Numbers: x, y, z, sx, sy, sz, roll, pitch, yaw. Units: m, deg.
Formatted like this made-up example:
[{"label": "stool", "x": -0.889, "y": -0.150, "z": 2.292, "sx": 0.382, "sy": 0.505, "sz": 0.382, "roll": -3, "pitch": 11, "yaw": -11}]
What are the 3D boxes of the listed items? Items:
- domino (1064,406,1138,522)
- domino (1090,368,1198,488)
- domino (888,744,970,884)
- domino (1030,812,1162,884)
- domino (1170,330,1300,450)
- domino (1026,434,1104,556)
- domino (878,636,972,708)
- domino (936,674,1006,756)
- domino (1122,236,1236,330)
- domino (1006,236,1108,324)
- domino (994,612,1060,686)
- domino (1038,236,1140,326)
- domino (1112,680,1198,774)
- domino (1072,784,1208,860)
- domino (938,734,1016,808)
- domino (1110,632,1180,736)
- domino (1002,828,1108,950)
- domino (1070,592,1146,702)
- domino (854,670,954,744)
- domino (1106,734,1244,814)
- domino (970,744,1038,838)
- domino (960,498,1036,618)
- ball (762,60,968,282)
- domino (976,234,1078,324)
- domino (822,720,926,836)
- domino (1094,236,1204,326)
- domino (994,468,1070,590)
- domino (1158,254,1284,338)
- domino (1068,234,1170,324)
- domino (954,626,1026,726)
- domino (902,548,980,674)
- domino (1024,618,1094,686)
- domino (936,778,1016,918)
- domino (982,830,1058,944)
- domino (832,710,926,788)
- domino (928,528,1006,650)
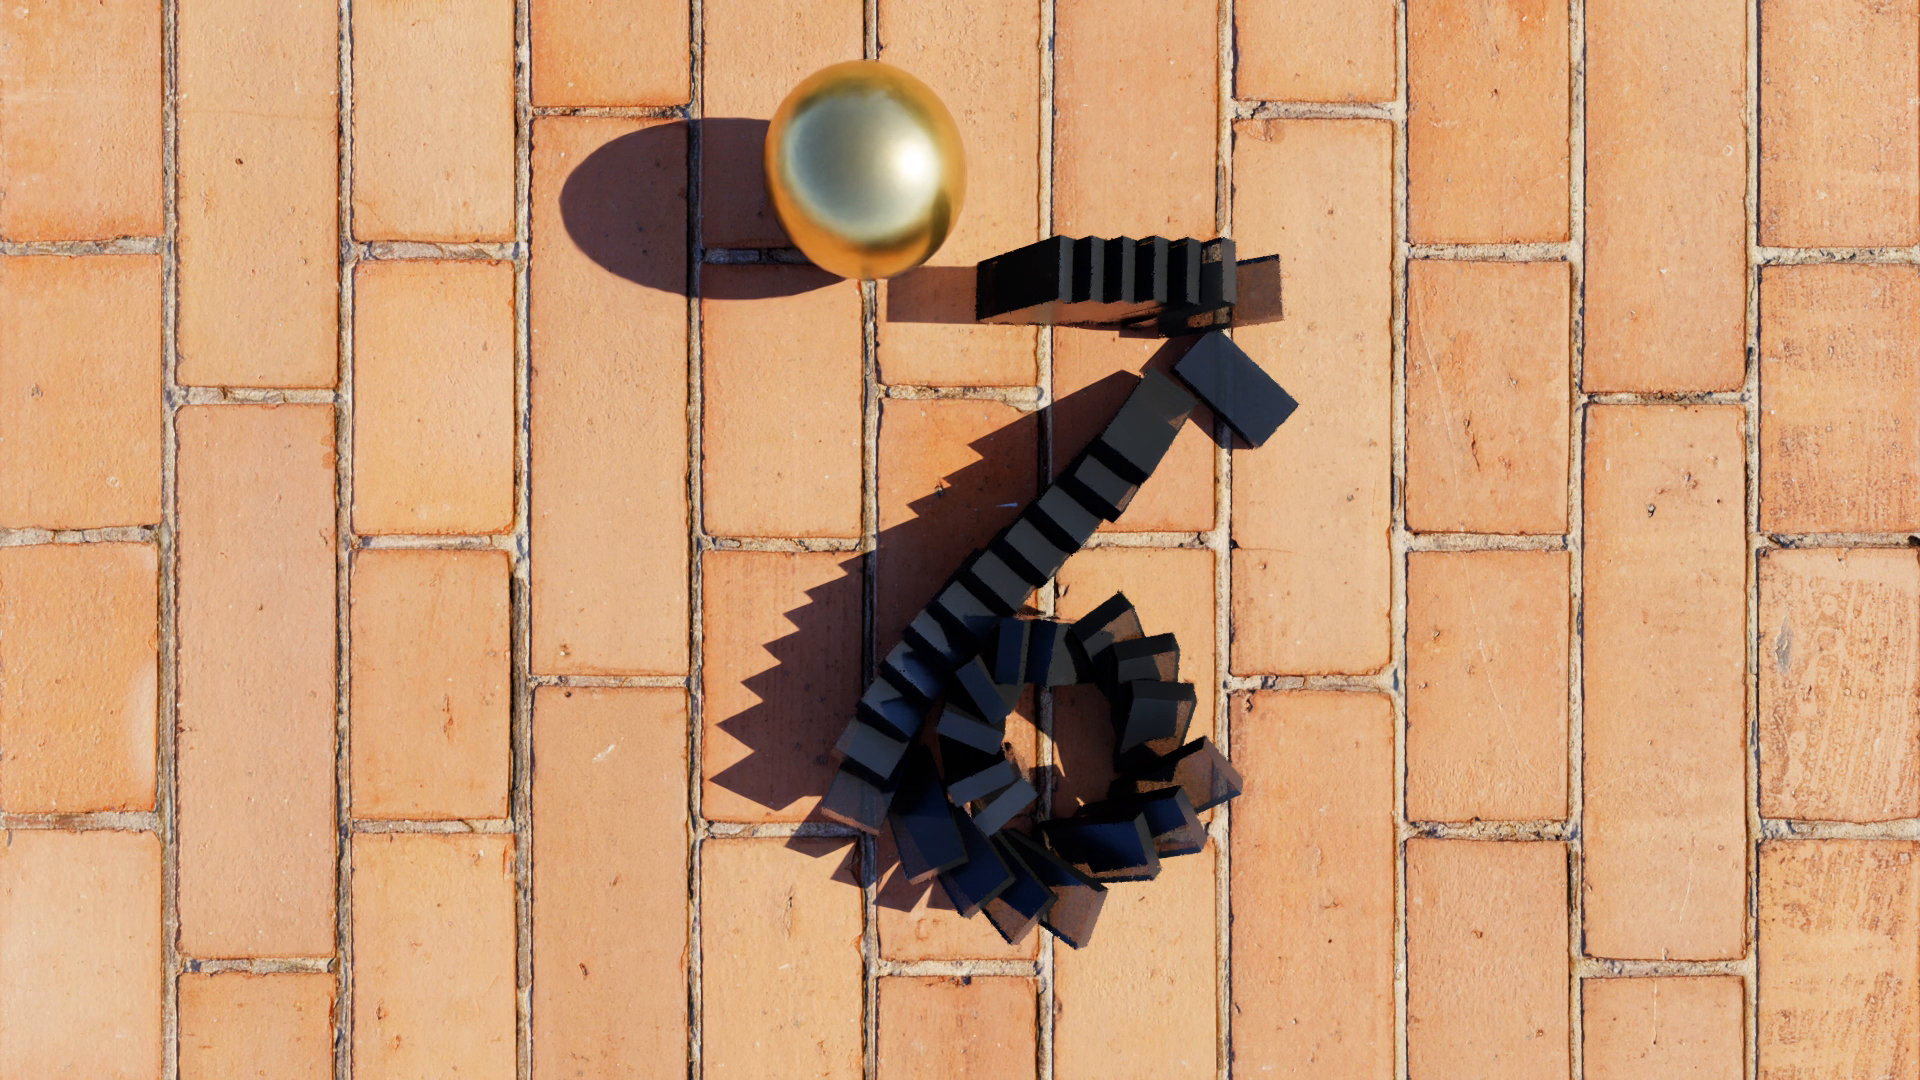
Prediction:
[{"label": "domino", "x": 0.067, "y": -0.033, "z": 0.383, "sx": 0.025, "sy": 0.010, "sz": 0.050, "roll": 37, "pitch": 59, "yaw": 0}, {"label": "domino", "x": 0.078, "y": -0.048, "z": 0.383, "sx": 0.025, "sy": 0.009, "sz": 0.050, "roll": 37, "pitch": 59, "yaw": 0}, {"label": "domino", "x": -0.017, "y": 0.114, "z": 0.382, "sx": 0.025, "sy": 0.010, "sz": 0.050, "roll": -24, "pitch": 56, "yaw": 0}, {"label": "domino", "x": 0.056, "y": 0.129, "z": 0.382, "sx": 0.050, "sy": 0.009, "sz": 0.025, "roll": -18, "pitch": 90, "yaw": 35}, {"label": "domino", "x": 0.118, "y": -0.066, "z": 0.395, "sx": 0.050, "sy": 0.010, "sz": 0.025, "roll": 43, "pitch": 90, "yaw": 0}, {"label": "domino", "x": 0.052, "y": -0.020, "z": 0.383, "sx": 0.025, "sy": 0.010, "sz": 0.050, "roll": 43, "pitch": 58, "yaw": 0}, {"label": "domino", "x": -0.009, "y": 0.042, "z": 0.382, "sx": 0.025, "sy": 0.010, "sz": 0.050, "roll": 42, "pitch": 55, "yaw": 0}, {"label": "domino", "x": 0.006, "y": 0.070, "z": 0.375, "sx": 0.025, "sy": 0.050, "sz": 0.009, "roll": 22, "pitch": 100, "yaw": 0}, {"label": "domino", "x": 0.089, "y": -0.105, "z": 0.378, "sx": 0.009, "sy": 0.050, "sz": 0.025, "roll": 2, "pitch": 87, "yaw": -41}, {"label": "domino", "x": 0.039, "y": -0.106, "z": 0.378, "sx": 0.010, "sy": 0.050, "sz": 0.025, "roll": 2, "pitch": 90, "yaw": -39}, {"label": "domino", "x": 0.028, "y": 0.044, "z": 0.375, "sx": 0.010, "sy": 0.050, "sz": 0.025, "roll": 6, "pitch": 90, "yaw": 22}, {"label": "domino", "x": 0.051, "y": -0.106, "z": 0.378, "sx": 0.010, "sy": 0.050, "sz": 0.025, "roll": 2, "pitch": 90, "yaw": -39}, {"label": "domino", "x": 0.080, "y": 0.079, "z": 0.380, "sx": 0.025, "sy": 0.010, "sz": 0.050, "roll": 3, "pitch": 131, "yaw": 0}, {"label": "domino", "x": 0.074, "y": 0.120, "z": 0.381, "sx": 0.050, "sy": 0.010, "sz": 0.025, "roll": -24, "pitch": 94, "yaw": 35}, {"label": "domino", "x": 0.006, "y": 0.089, "z": 0.375, "sx": 0.025, "sy": 0.050, "sz": 0.010, "roll": -24, "pitch": 102, "yaw": 0}, {"label": "domino", "x": 0.076, "y": 0.061, "z": 0.379, "sx": 0.025, "sy": 0.010, "sz": 0.050, "roll": -10, "pitch": 132, "yaw": -3}, {"label": "domino", "x": 0.035, "y": 0.144, "z": 0.380, "sx": 0.050, "sy": 0.010, "sz": 0.025, "roll": 22, "pitch": 94, "yaw": 39}, {"label": "domino", "x": 0.064, "y": 0.045, "z": 0.378, "sx": 0.025, "sy": 0.050, "sz": 0.009, "roll": -35, "pitch": 46, "yaw": -5}, {"label": "domino", "x": -0.019, "y": 0.057, "z": 0.382, "sx": 0.025, "sy": 0.010, "sz": 0.050, "roll": 38, "pitch": 55, "yaw": 0}, {"label": "domino", "x": 0.089, "y": 0.103, "z": 0.382, "sx": 0.050, "sy": 0.009, "sz": 0.025, "roll": -37, "pitch": 96, "yaw": 31}, {"label": "domino", "x": 0.016, "y": 0.101, "z": 0.375, "sx": 0.025, "sy": 0.050, "sz": 0.009, "roll": -40, "pitch": 93, "yaw": 0}, {"label": "domino", "x": 0.025, "y": 0.007, "z": 0.381, "sx": 0.025, "sy": 0.009, "sz": 0.050, "roll": 43, "pitch": 54, "yaw": 1}, {"label": "ball", "x": -0.037, "y": -0.143, "z": 0.360, "sx": 0.080, "sy": 0.080, "sz": 0.080, "roll": 0, "pitch": 90, "yaw": 0}, {"label": "domino", "x": 0.027, "y": -0.106, "z": 0.378, "sx": 0.009, "sy": 0.050, "sz": 0.025, "roll": 2, "pitch": 90, "yaw": -39}, {"label": "domino", "x": -0.035, "y": 0.094, "z": 0.381, "sx": 0.025, "sy": 0.009, "sz": 0.050, "roll": 20, "pitch": 57, "yaw": 6}, {"label": "domino", "x": 0.076, "y": -0.106, "z": 0.378, "sx": 0.009, "sy": 0.050, "sz": 0.025, "roll": 2, "pitch": 90, "yaw": -40}, {"label": "domino", "x": 0.039, "y": -0.006, "z": 0.382, "sx": 0.025, "sy": 0.009, "sz": 0.050, "roll": 43, "pitch": 56, "yaw": 0}, {"label": "domino", "x": 0.109, "y": -0.102, "z": 0.385, "sx": 0.050, "sy": 0.009, "sz": 0.025, "roll": -4, "pitch": 85, "yaw": 24}, {"label": "domino", "x": 0.063, "y": -0.106, "z": 0.378, "sx": 0.009, "sy": 0.050, "sz": 0.025, "roll": 2, "pitch": 90, "yaw": -39}, {"label": "domino", "x": 0.014, "y": 0.054, "z": 0.375, "sx": 0.009, "sy": 0.050, "sz": 0.025, "roll": -35, "pitch": 90, "yaw": 17}, {"label": "domino", "x": 0.001, "y": 0.029, "z": 0.382, "sx": 0.025, "sy": 0.009, "sz": 0.050, "roll": 42, "pitch": 54, "yaw": 0}, {"label": "domino", "x": 0.044, "y": 0.046, "z": 0.376, "sx": 0.010, "sy": 0.050, "sz": 0.025, "roll": 11, "pitch": 90, "yaw": 32}, {"label": "domino", "x": -0.001, "y": 0.128, "z": 0.382, "sx": 0.025, "sy": 0.010, "sz": 0.050, "roll": -40, "pitch": 55, "yaw": 1}, {"label": "domino", "x": 0.014, "y": 0.139, "z": 0.381, "sx": 0.025, "sy": 0.010, "sz": 0.050, "roll": -50, "pitch": 54, "yaw": 2}, {"label": "domino", "x": -0.029, "y": 0.074, "z": 0.381, "sx": 0.025, "sy": 0.010, "sz": 0.050, "roll": 31, "pitch": 55, "yaw": 3}, {"label": "domino", "x": 0.012, "y": 0.020, "z": 0.380, "sx": 0.025, "sy": 0.009, "sz": 0.050, "roll": 43, "pitch": 54, "yaw": 1}]
